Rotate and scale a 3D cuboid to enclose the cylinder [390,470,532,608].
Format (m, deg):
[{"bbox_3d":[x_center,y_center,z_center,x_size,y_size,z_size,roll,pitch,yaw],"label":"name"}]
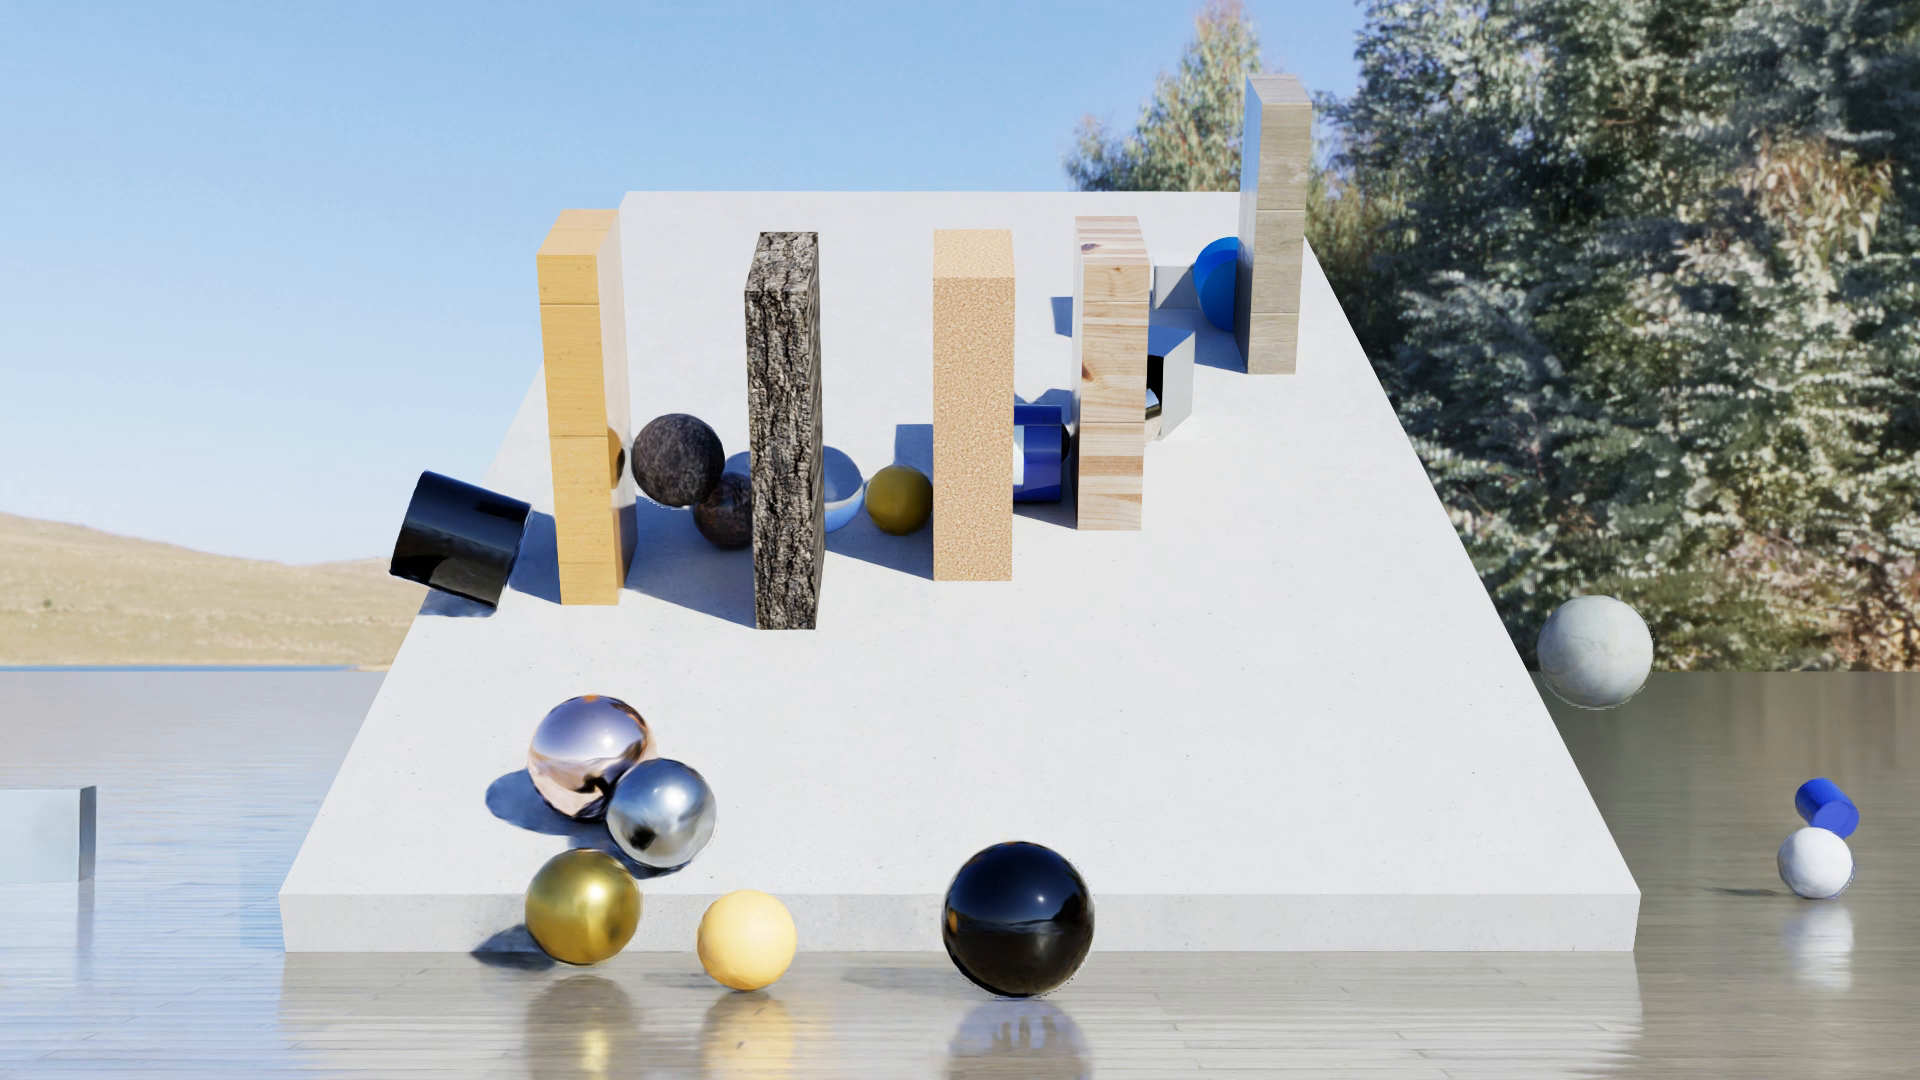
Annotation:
[{"bbox_3d":[-0.919,-0.002,4.272,0.204,0.204,0.204,18,-6,-8],"label":"cylinder"}]

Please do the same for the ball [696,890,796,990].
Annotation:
[{"bbox_3d":[-0.280,0.524,3.035,0.131,0.131,0.131,0,-3,0],"label":"ball"}]

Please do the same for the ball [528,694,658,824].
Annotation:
[{"bbox_3d":[-0.565,0.337,3.568,0.199,0.199,0.199,0,-3,0],"label":"ball"}]

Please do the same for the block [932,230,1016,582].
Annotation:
[{"bbox_3d":[0.024,-0.261,4.449,0.149,0.602,0.319,0,23,0],"label":"block"}]

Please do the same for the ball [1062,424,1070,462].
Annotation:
[{"bbox_3d":[0.172,-0.207,4.925,0.126,0.126,0.126,0,-3,0],"label":"ball"}]

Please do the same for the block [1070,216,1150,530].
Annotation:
[{"bbox_3d":[0.300,-0.342,4.701,0.127,0.553,0.351,0,23,0],"label":"block"}]

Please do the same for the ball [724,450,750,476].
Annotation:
[{"bbox_3d":[-0.428,-0.112,4.689,0.137,0.137,0.137,0,-3,0],"label":"ball"}]

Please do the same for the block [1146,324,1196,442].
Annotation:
[{"bbox_3d":[0.396,-0.359,5.191,0.197,0.197,0.197,11,26,23],"label":"block"}]

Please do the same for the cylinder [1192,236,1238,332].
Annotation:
[{"bbox_3d":[0.696,-0.647,5.862,0.195,0.195,0.195,0,23,-1],"label":"cylinder"}]

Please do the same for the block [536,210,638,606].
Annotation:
[{"bbox_3d":[-0.690,-0.248,4.322,0.105,0.676,0.301,0,23,0],"label":"block"}]

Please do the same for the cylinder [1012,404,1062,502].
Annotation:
[{"bbox_3d":[0.107,-0.179,4.767,0.201,0.201,0.201,1,-3,2],"label":"cylinder"}]

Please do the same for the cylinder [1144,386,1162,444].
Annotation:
[{"bbox_3d":[0.340,-0.262,5.035,0.141,0.141,0.141,-22,12,-40],"label":"cylinder"}]

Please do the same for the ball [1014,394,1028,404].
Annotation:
[{"bbox_3d":[0.093,-0.254,5.020,0.138,0.138,0.138,0,-3,0],"label":"ball"}]

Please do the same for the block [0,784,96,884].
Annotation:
[{"bbox_3d":[-1.829,0.583,4.603,0.182,0.182,0.182,1,-3,-11],"label":"block"}]

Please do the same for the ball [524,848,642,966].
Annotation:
[{"bbox_3d":[-0.526,0.511,3.232,0.163,0.163,0.163,0,-3,0],"label":"ball"}]

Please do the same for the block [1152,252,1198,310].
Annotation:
[{"bbox_3d":[0.560,-0.673,6.022,0.116,0.116,0.116,1,23,3],"label":"block"}]

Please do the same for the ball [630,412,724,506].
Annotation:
[{"bbox_3d":[-0.542,-0.154,4.451,0.180,0.180,0.180,0,-3,0],"label":"ball"}]

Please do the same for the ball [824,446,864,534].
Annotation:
[{"bbox_3d":[-0.280,-0.101,4.611,0.178,0.178,0.178,0,-3,0],"label":"ball"}]

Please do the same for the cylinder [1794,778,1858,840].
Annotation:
[{"bbox_3d":[2.100,0.654,5.615,0.113,0.113,0.113,0,21,-4],"label":"cylinder"}]

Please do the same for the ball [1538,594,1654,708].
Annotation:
[{"bbox_3d":[1.150,0.201,4.195,0.203,0.203,0.203,0,-3,0],"label":"ball"}]

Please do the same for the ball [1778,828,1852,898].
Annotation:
[{"bbox_3d":[1.561,0.590,4.232,0.129,0.129,0.129,0,-3,0],"label":"ball"}]

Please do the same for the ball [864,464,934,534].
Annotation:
[{"bbox_3d":[-0.121,-0.082,4.618,0.140,0.140,0.140,0,-3,0],"label":"ball"}]

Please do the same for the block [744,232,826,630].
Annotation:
[{"bbox_3d":[-0.317,-0.205,4.266,0.108,0.643,0.372,0,23,0],"label":"block"}]

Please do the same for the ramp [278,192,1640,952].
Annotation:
[{"bbox_3d":[-0.008,-0.226,5.255,2.000,0.100,4.000,0,23,0],"label":"ramp"}]

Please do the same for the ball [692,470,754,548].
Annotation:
[{"bbox_3d":[-0.449,-0.060,4.550,0.152,0.152,0.152,0,-3,0],"label":"ball"}]

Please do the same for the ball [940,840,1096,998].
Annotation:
[{"bbox_3d":[0.074,0.486,2.974,0.200,0.200,0.200,0,-3,0],"label":"ball"}]

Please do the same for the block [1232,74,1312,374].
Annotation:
[{"bbox_3d":[0.743,-0.756,5.538,0.114,0.652,0.314,0,23,0],"label":"block"}]

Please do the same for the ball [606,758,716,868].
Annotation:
[{"bbox_3d":[-0.445,0.407,3.450,0.164,0.164,0.164,0,-3,0],"label":"ball"}]
